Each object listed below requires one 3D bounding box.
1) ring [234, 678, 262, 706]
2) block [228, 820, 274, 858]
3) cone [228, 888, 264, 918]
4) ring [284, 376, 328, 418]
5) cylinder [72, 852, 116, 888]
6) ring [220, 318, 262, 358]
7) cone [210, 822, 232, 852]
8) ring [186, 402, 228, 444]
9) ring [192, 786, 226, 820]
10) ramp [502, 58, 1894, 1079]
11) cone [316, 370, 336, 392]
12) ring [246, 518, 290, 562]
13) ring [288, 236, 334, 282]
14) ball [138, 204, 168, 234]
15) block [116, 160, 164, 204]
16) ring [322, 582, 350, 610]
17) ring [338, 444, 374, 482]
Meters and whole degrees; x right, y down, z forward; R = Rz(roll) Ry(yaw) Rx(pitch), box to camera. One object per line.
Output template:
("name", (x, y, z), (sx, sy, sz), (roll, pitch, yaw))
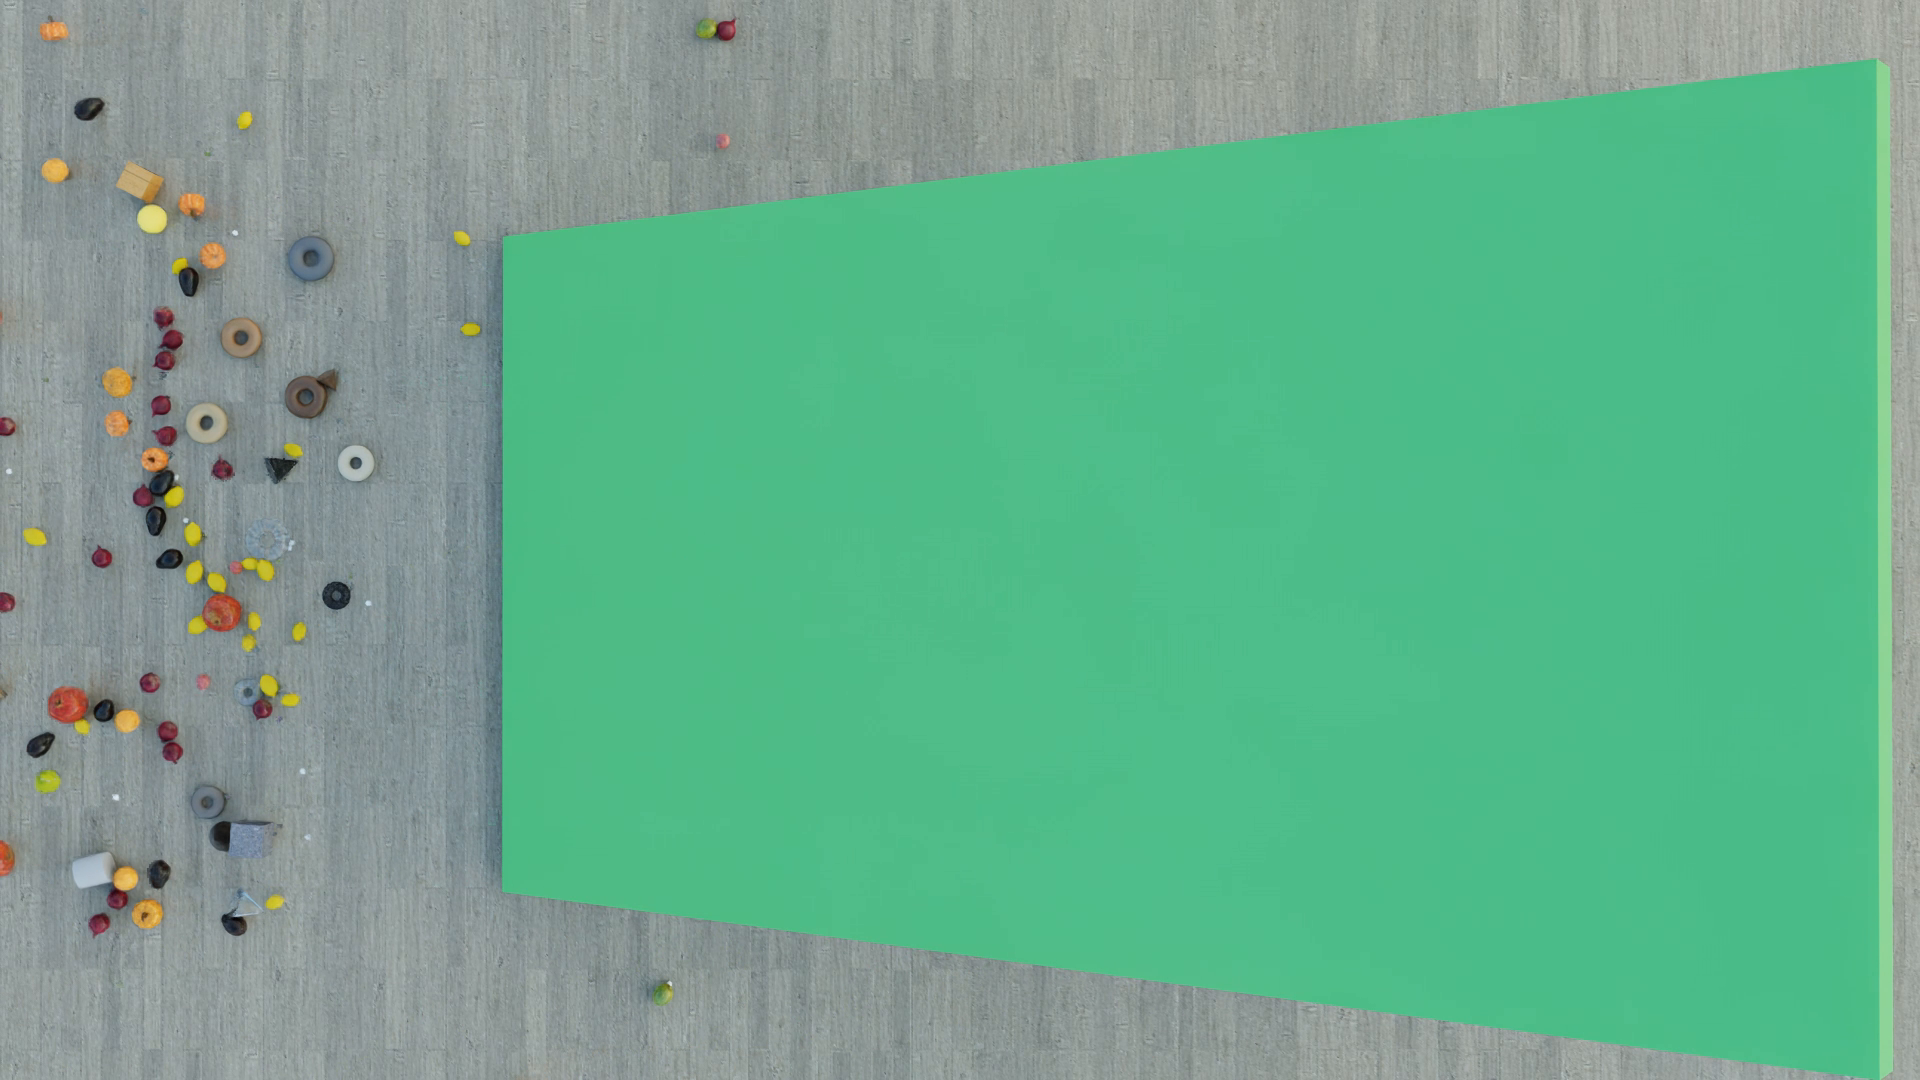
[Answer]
("ring", (-2.194, 0.469, 6.777), (0.088, 0.029, 0.088), (0, 91, 0))
("block", (-2.171, 0.916, 6.738), (0.100, 0.100, 0.100), (4, 90, 0))
("cone", (-2.185, 1.131, 6.765), (0.096, 0.096, 0.096), (25, 90, -26))
("ring", (-2.015, -0.440, 6.775), (0.134, 0.045, 0.134), (0, 90, 1))
("cylinder", (-2.653, 1.012, 6.740), (0.094, 0.094, 0.094), (-14, 90, 0))
("ring", (-2.216, -0.623, 6.778), (0.127, 0.042, 0.127), (0, 88, -1))
("cone", (-2.271, 0.915, 6.741), (0.093, 0.093, 0.093), (0, 90, 0))
("ring", (-2.321, -0.360, 6.773), (0.130, 0.043, 0.130), (0, 85, 1))
("ring", (-2.315, 0.807, 6.771), (0.104, 0.035, 0.104), (0, 90, -1))
("ramp", (0.231, 0.065, 5.549), (4.000, 0.100, 2.000), (0, 89, 37))
("cone", (-1.940, -0.483, 6.783), (0.064, 0.064, 0.064), (-26, 116, 0))
("ring", (-2.133, 0.000, 6.772), (0.137, 0.046, 0.137), (0, 90, -1))
("ring", (-1.999, -0.867, 6.777), (0.141, 0.047, 0.141), (0, 88, -1))
("ball", (-2.481, -0.987, 6.758), (0.087, 0.087, 0.087), (0, 90, 0))
("block", (-2.521, -1.100, 6.759), (0.087, 0.087, 0.087), (27, 90, 0))
("ring", (-1.922, 0.172, 6.779), (0.087, 0.029, 0.087), (0, 90, 1))
("ring", (-1.861, -0.237, 6.778), (0.113, 0.038, 0.113), (0, 90, -1))
